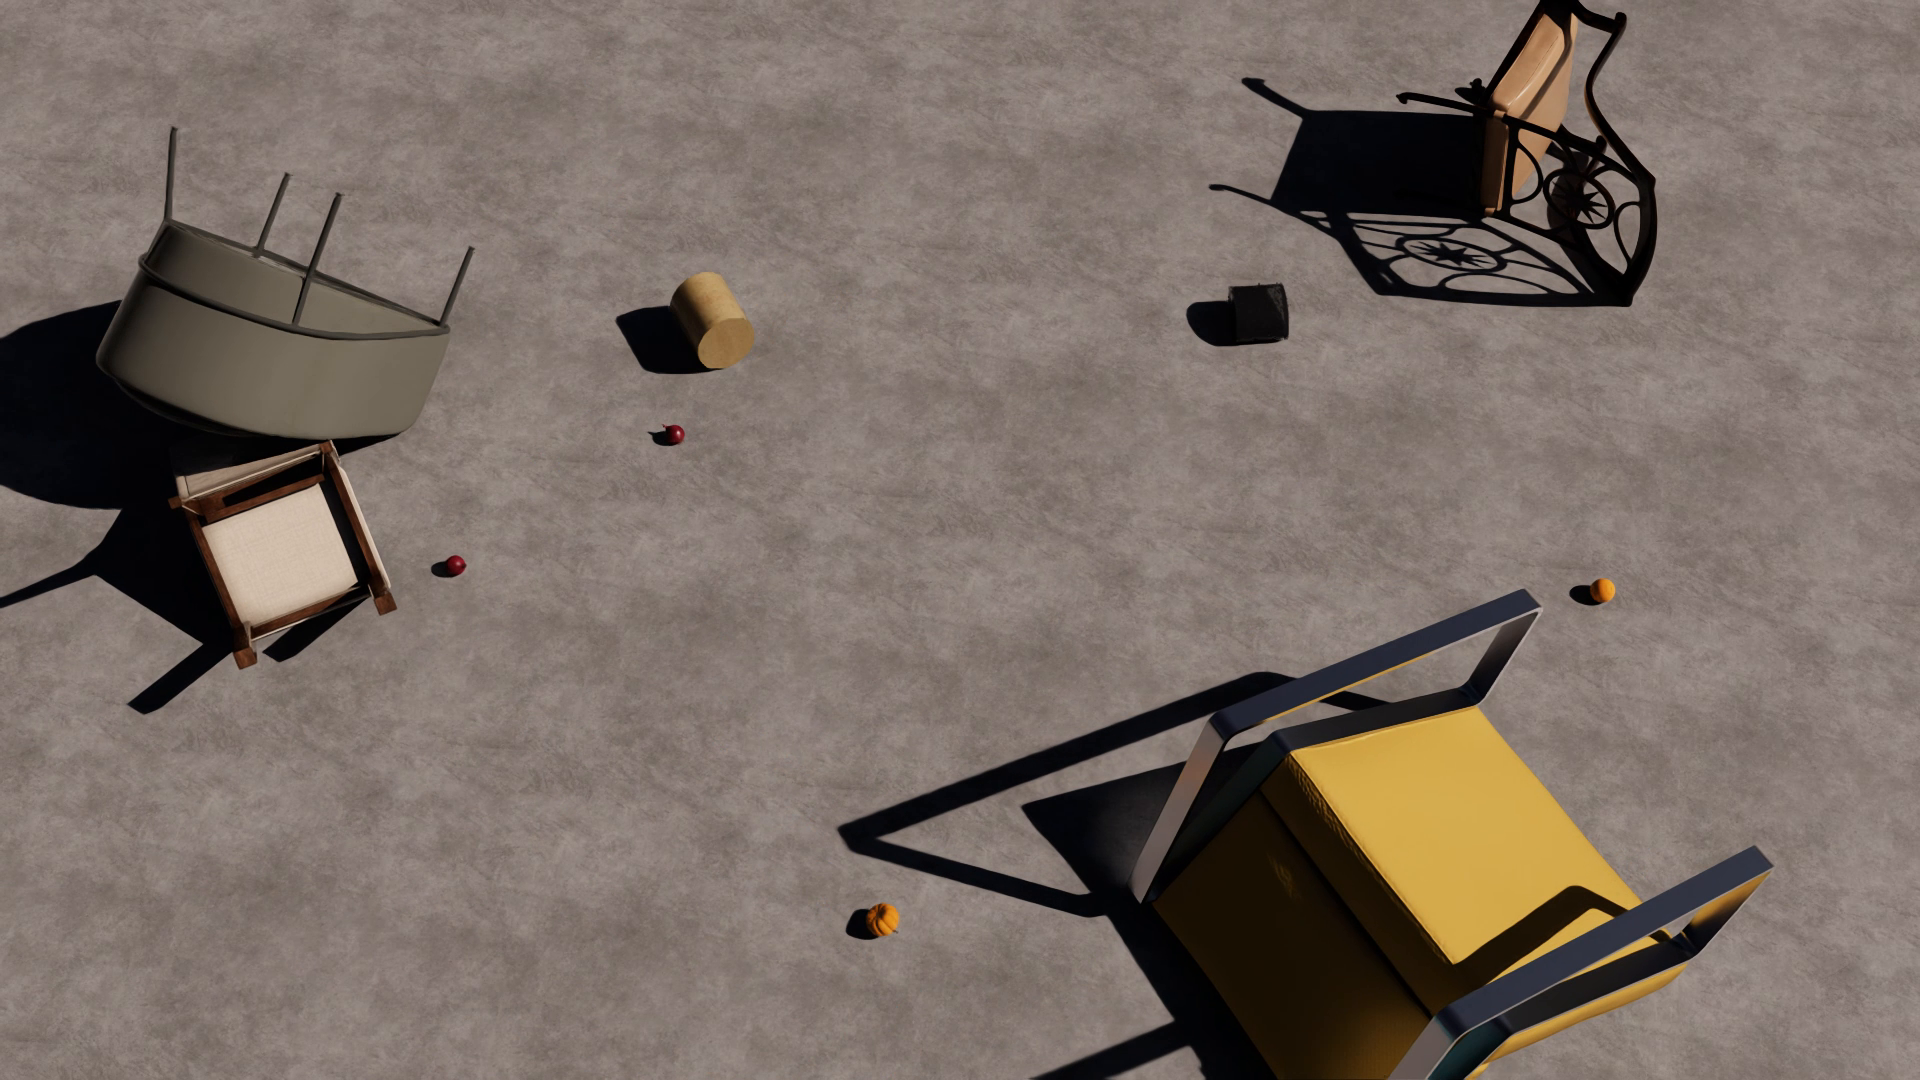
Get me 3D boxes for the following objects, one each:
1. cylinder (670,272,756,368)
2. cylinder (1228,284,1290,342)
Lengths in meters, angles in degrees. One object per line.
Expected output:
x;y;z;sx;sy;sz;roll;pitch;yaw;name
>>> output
-0.776;-0.688;6.901;0.195;0.224;0.210;-24;59;-14;cylinder
0.948;-0.724;6.987;0.166;0.116;0.184;-4;70;-3;cylinder
